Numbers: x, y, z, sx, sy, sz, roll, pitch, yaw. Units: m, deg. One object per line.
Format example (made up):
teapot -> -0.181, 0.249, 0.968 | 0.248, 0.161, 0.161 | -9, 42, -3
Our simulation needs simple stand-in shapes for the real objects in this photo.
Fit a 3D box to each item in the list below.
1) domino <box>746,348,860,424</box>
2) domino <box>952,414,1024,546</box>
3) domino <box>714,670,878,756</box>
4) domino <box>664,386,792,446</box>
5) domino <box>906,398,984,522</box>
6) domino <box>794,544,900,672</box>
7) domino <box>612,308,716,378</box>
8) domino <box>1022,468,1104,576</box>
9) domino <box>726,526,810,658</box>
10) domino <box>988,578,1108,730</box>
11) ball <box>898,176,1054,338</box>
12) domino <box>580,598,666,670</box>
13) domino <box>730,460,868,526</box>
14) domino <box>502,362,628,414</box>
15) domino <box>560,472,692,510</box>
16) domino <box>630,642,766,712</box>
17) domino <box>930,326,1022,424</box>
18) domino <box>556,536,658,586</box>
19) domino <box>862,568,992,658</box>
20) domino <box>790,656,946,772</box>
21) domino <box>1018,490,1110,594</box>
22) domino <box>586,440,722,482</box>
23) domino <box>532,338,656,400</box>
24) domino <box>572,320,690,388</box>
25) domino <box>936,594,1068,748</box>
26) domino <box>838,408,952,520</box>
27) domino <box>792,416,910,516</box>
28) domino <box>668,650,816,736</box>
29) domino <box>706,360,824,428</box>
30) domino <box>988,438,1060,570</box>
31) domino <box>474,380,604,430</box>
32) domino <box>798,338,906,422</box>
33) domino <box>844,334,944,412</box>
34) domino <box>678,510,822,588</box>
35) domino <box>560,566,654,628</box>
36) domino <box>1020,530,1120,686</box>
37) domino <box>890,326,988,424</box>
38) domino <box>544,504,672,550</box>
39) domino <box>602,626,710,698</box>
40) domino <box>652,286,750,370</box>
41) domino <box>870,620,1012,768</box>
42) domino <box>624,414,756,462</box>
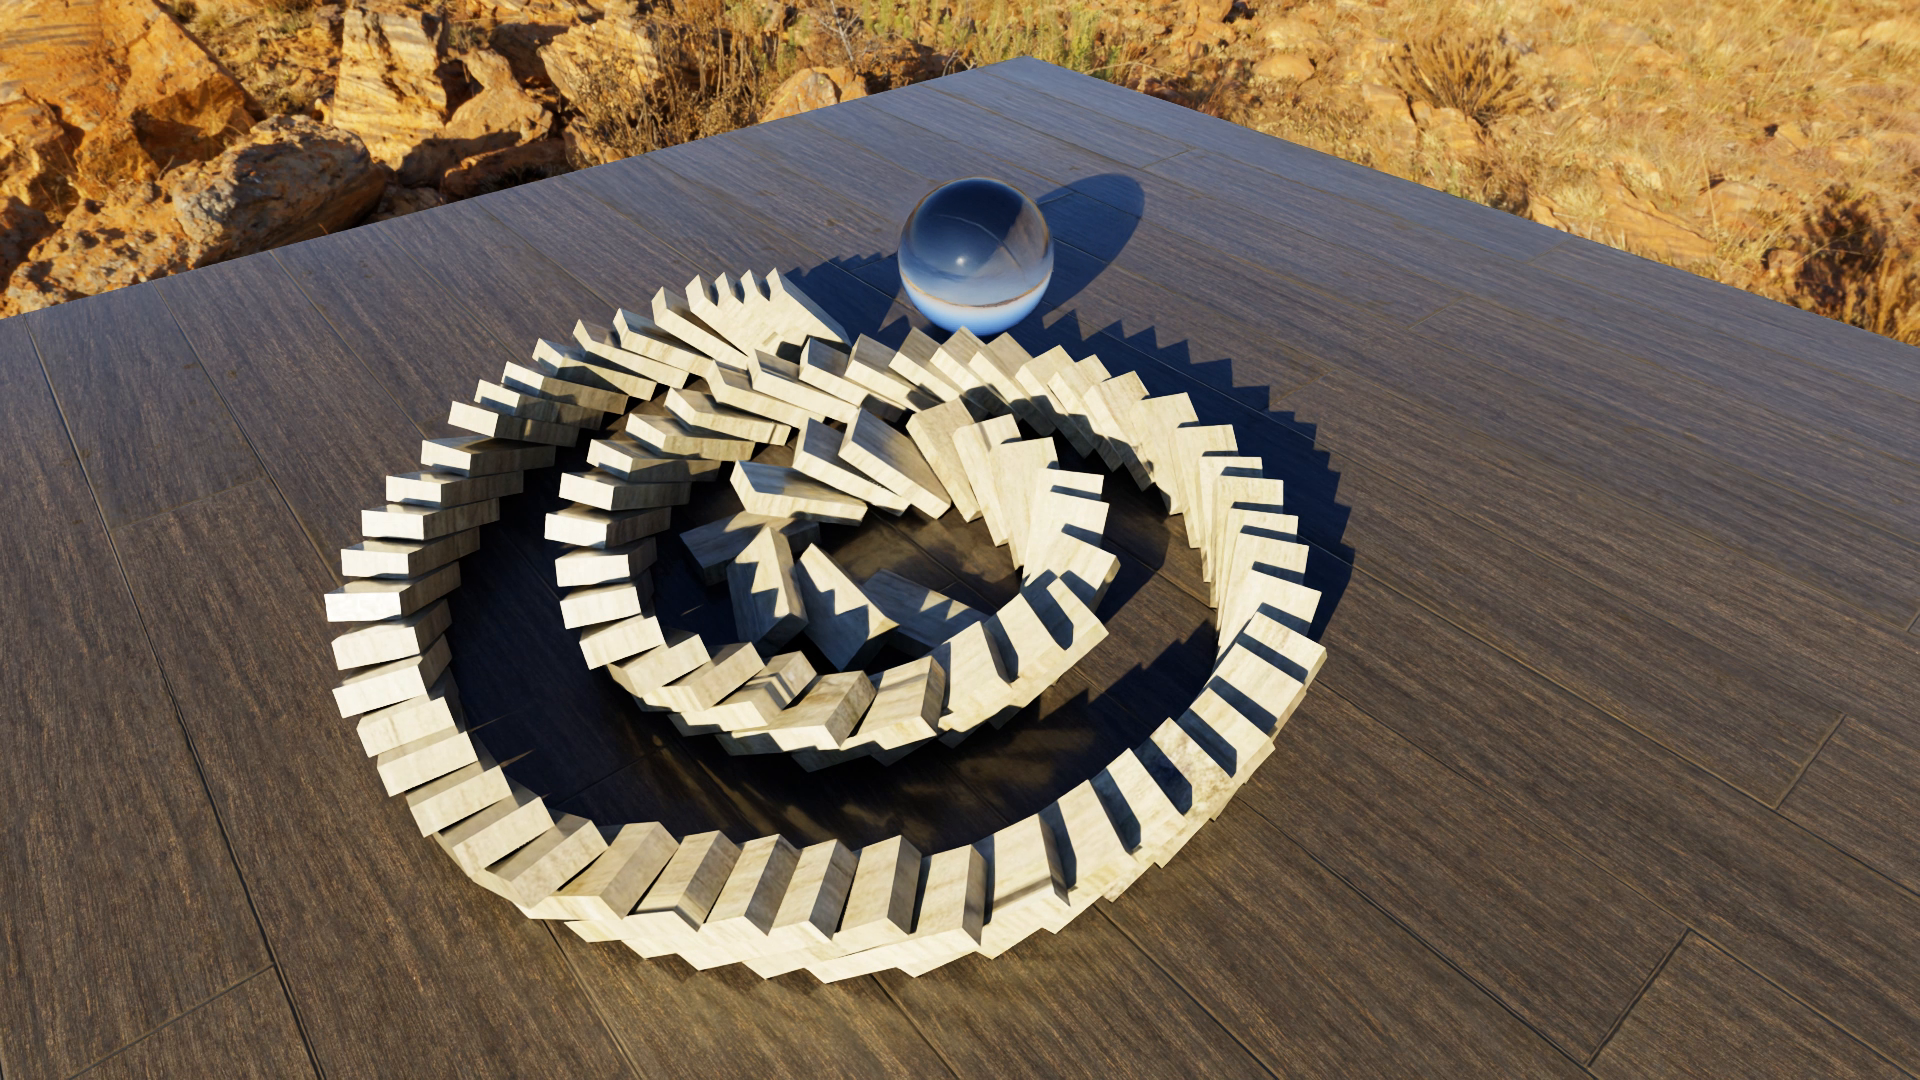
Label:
domino -> -0.073, -0.071, 0.509 | 0.050, 0.009, 0.025 | 18, 26, -29
domino -> 0.018, -0.025, 0.453 | 0.025, 0.010, 0.050 | -17, 77, -20
domino -> -0.053, 0.056, 0.356 | 0.050, 0.009, 0.025 | -12, 29, 36
domino -> -0.104, -0.055, 0.492 | 0.050, 0.009, 0.025 | 5, 27, -45
domino -> 0.001, -0.034, 0.466 | 0.025, 0.010, 0.050 | -24, 75, -31
domino -> -0.046, 0.025, 0.402 | 0.025, 0.010, 0.050 | -52, 51, 3
domino -> -0.143, -0.096, 0.539 | 0.050, 0.009, 0.025 | 16, 26, -38
domino -> 0.040, -0.001, 0.424 | 0.025, 0.009, 0.050 | 7, 74, 9
domino -> -0.072, 0.020, 0.408 | 0.025, 0.010, 0.050 | -42, 40, 15
domino -> 0.023, 0.039, 0.378 | 0.050, 0.009, 0.025 | -41, 48, -1
ball -> 0.008, -0.145, 0.565 | 0.080, 0.080, 0.080 | 0, 39, 0
domino -> -0.117, 0.032, 0.383 | 0.025, 0.009, 0.050 | -19, 10, -15
domino -> -0.066, -0.019, 0.450 | 0.050, 0.010, 0.025 | 7, 30, -34
domino -> -0.181, -0.069, 0.505 | 0.025, 0.010, 0.050 | 22, 7, 28
domino -> -0.135, -0.021, 0.448 | 0.025, 0.010, 0.050 | 14, 10, 20
domino -> -0.088, 0.046, 0.366 | 0.025, 0.009, 0.050 | -37, 16, -36
domino -> 0.013, -0.076, 0.517 | 0.050, 0.010, 0.025 | 40, 44, -1
domino -> -0.132, 0.007, 0.415 | 0.025, 0.009, 0.050 | -4, 8, -4
domino -> -0.016, 0.030, 0.407 | 0.050, 0.010, 0.025 | 23, 44, 25
domino -> -0.029, 0.056, 0.355 | 0.050, 0.009, 0.025 | -21, 35, 25
domino -> 0.038, 0.009, 0.411 | 0.025, 0.009, 0.050 | 12, 75, 11
domino -> -0.128, -0.033, 0.464 | 0.025, 0.009, 0.050 | 23, 14, 28
domino -> -0.172, -0.080, 0.519 | 0.025, 0.010, 0.050 | 35, 15, 37
domino -> -0.159, -0.089, 0.531 | 0.050, 0.010, 0.025 | 15, 24, -40
domino -> 0.009, 0.044, 0.368 | 0.050, 0.010, 0.025 | -40, 47, 6
domino -> -0.025, -0.032, 0.460 | 0.050, 0.009, 0.025 | 33, 36, -19
domino -> -0.044, -0.031, 0.462 | 0.050, 0.010, 0.025 | 25, 35, -19
domino -> -0.072, 0.051, 0.360 | 0.050, 0.009, 0.025 | -16, 23, 44
domino -> -0.089, -0.066, 0.503 | 0.050, 0.009, 0.025 | 15, 27, -34
domino -> 0.030, -0.015, 0.440 | 0.025, 0.010, 0.050 | -9, 75, -11
domino -> -0.188, -0.060, 0.494 | 0.025, 0.010, 0.050 | 20, 7, 25
domino -> -0.050, -0.075, 0.516 | 0.050, 0.009, 0.025 | 22, 33, -20
domino -> -0.028, -0.076, 0.518 | 0.050, 0.009, 0.025 | 26, 37, -15
domino -> -0.084, -0.001, 0.444 | 0.050, 0.009, 0.025 | -22, 44, -25
domino -> -0.126, 0.020, 0.398 | 0.025, 0.010, 0.050 | -11, 8, -9
domino -> 0.034, 0.024, 0.394 | 0.025, 0.010, 0.050 | 25, 78, 27
domino -> -0.007, -0.077, 0.518 | 0.050, 0.009, 0.025 | 33, 41, -10
domino -> -0.138, -0.007, 0.434 | 0.025, 0.010, 0.050 | 10, 12, 12
domino -> -0.104, 0.040, 0.372 | 0.025, 0.009, 0.050 | -28, 12, -25
domino -> -0.127, -0.104, 0.545 | 0.050, 0.010, 0.025 | 29, 23, -35
domino -> -0.009, 0.050, 0.361 | 0.050, 0.009, 0.025 | -33, 41, 12
domino -> -0.117, -0.044, 0.478 | 0.025, 0.009, 0.050 | 30, 17, 32
